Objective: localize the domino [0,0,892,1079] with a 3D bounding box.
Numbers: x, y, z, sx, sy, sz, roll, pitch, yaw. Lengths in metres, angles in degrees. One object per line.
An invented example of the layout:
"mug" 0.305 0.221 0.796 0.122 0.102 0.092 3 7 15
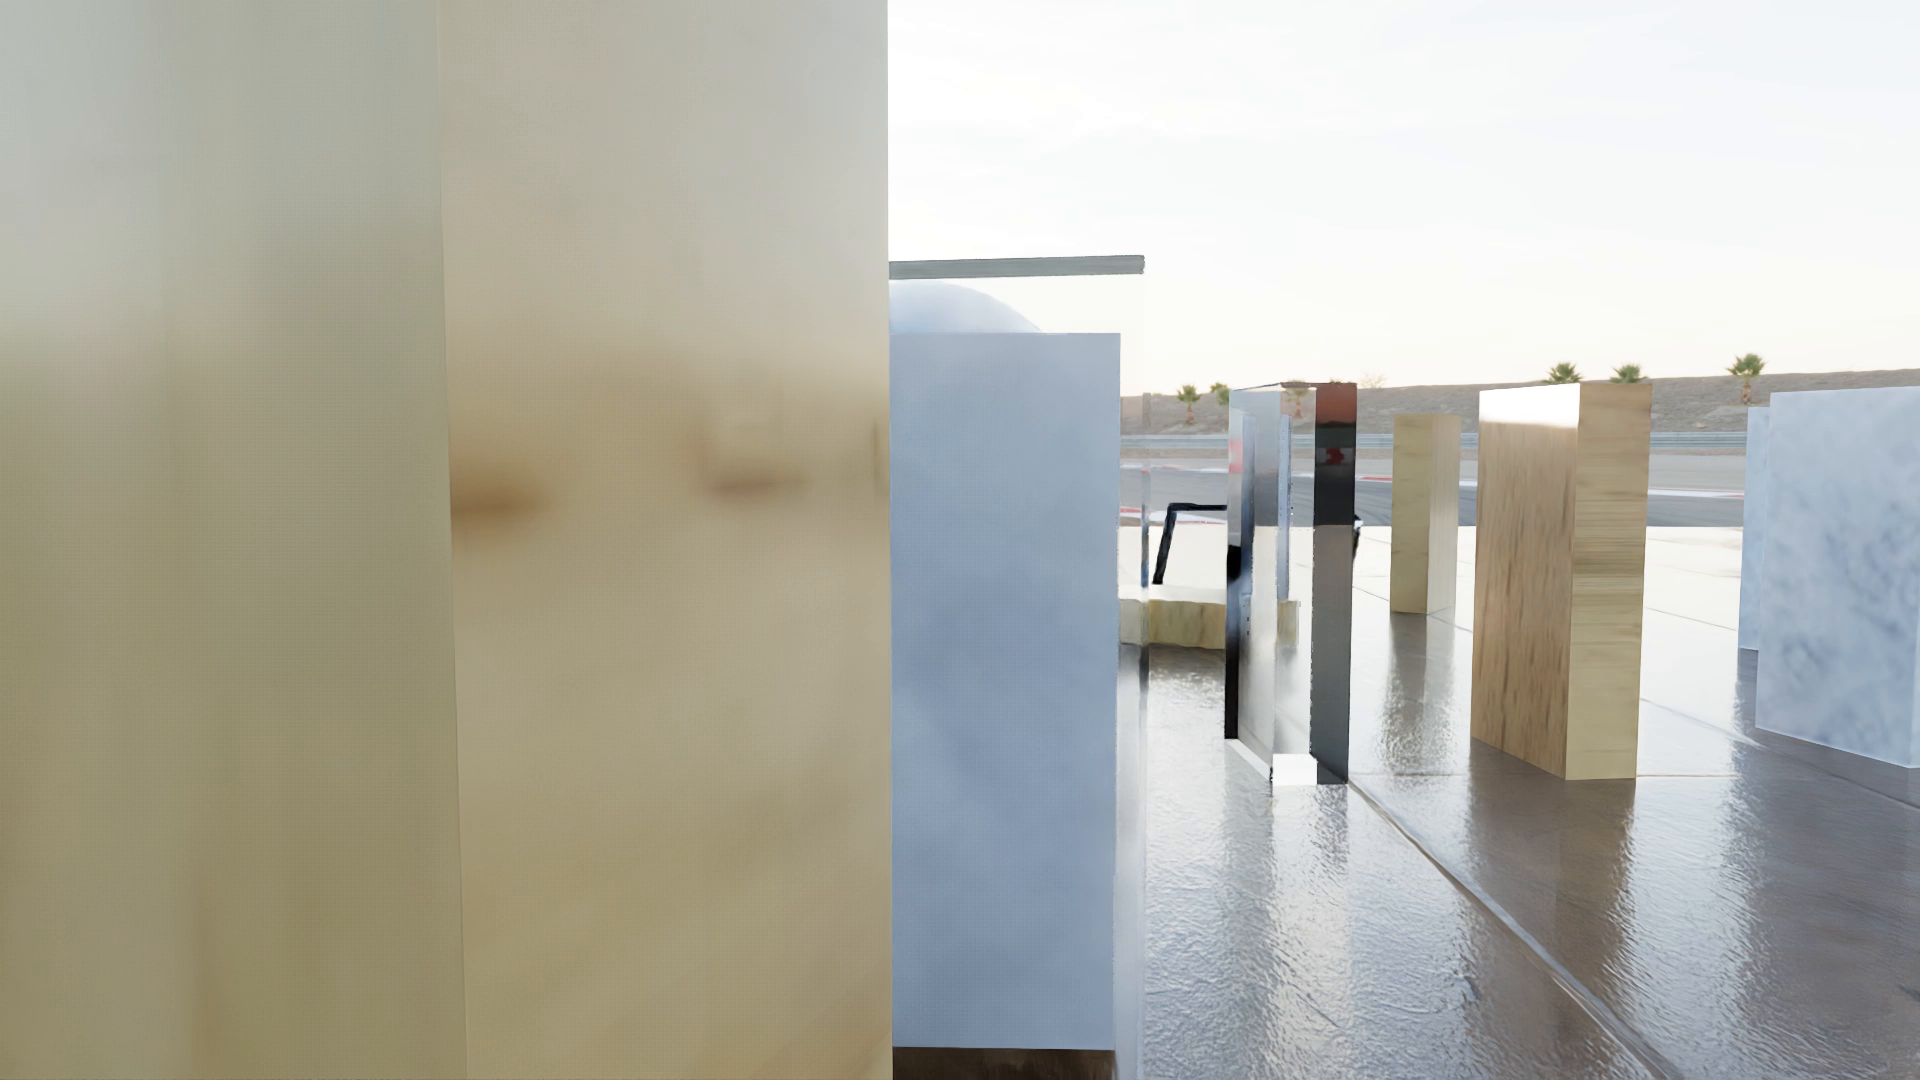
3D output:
"domino" -0.014 0.016 0.022 0.025 0.050 0.010 2 5 22

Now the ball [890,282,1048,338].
"ball" -0.009 -0.020 0.303 0.080 0.080 0.080 0 4 0

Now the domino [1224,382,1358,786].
"domino" 0.043 0.005 0.171 0.010 0.050 0.025 0 4 -2

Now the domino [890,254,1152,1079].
"domino" -0.004 0.013 0.060 0.025 0.050 0.009 1 4 10

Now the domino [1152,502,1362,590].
"domino" 0.075 0.005 0.328 0.050 0.025 0.009 4 -16 39

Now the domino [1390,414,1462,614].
"domino" 0.121 -0.007 0.333 0.010 0.050 0.025 3 5 37

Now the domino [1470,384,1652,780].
"domino" 0.080 0.005 0.174 0.009 0.050 0.025 0 4 -5

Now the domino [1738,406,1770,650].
"domino" 0.176 -0.003 0.268 0.025 0.050 0.009 -2 5 -26

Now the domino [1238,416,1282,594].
"domino" 0.083 -0.009 0.353 0.009 0.050 0.025 1 4 16

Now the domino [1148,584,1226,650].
"domino" 0.044 0.016 0.287 0.050 0.010 0.025 3 5 34

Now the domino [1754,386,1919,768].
"domino" 0.127 0.004 0.180 0.010 0.050 0.025 -1 4 -12

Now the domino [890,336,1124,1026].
"domino" -0.001 0.010 0.097 0.025 0.050 0.009 0 4 2
